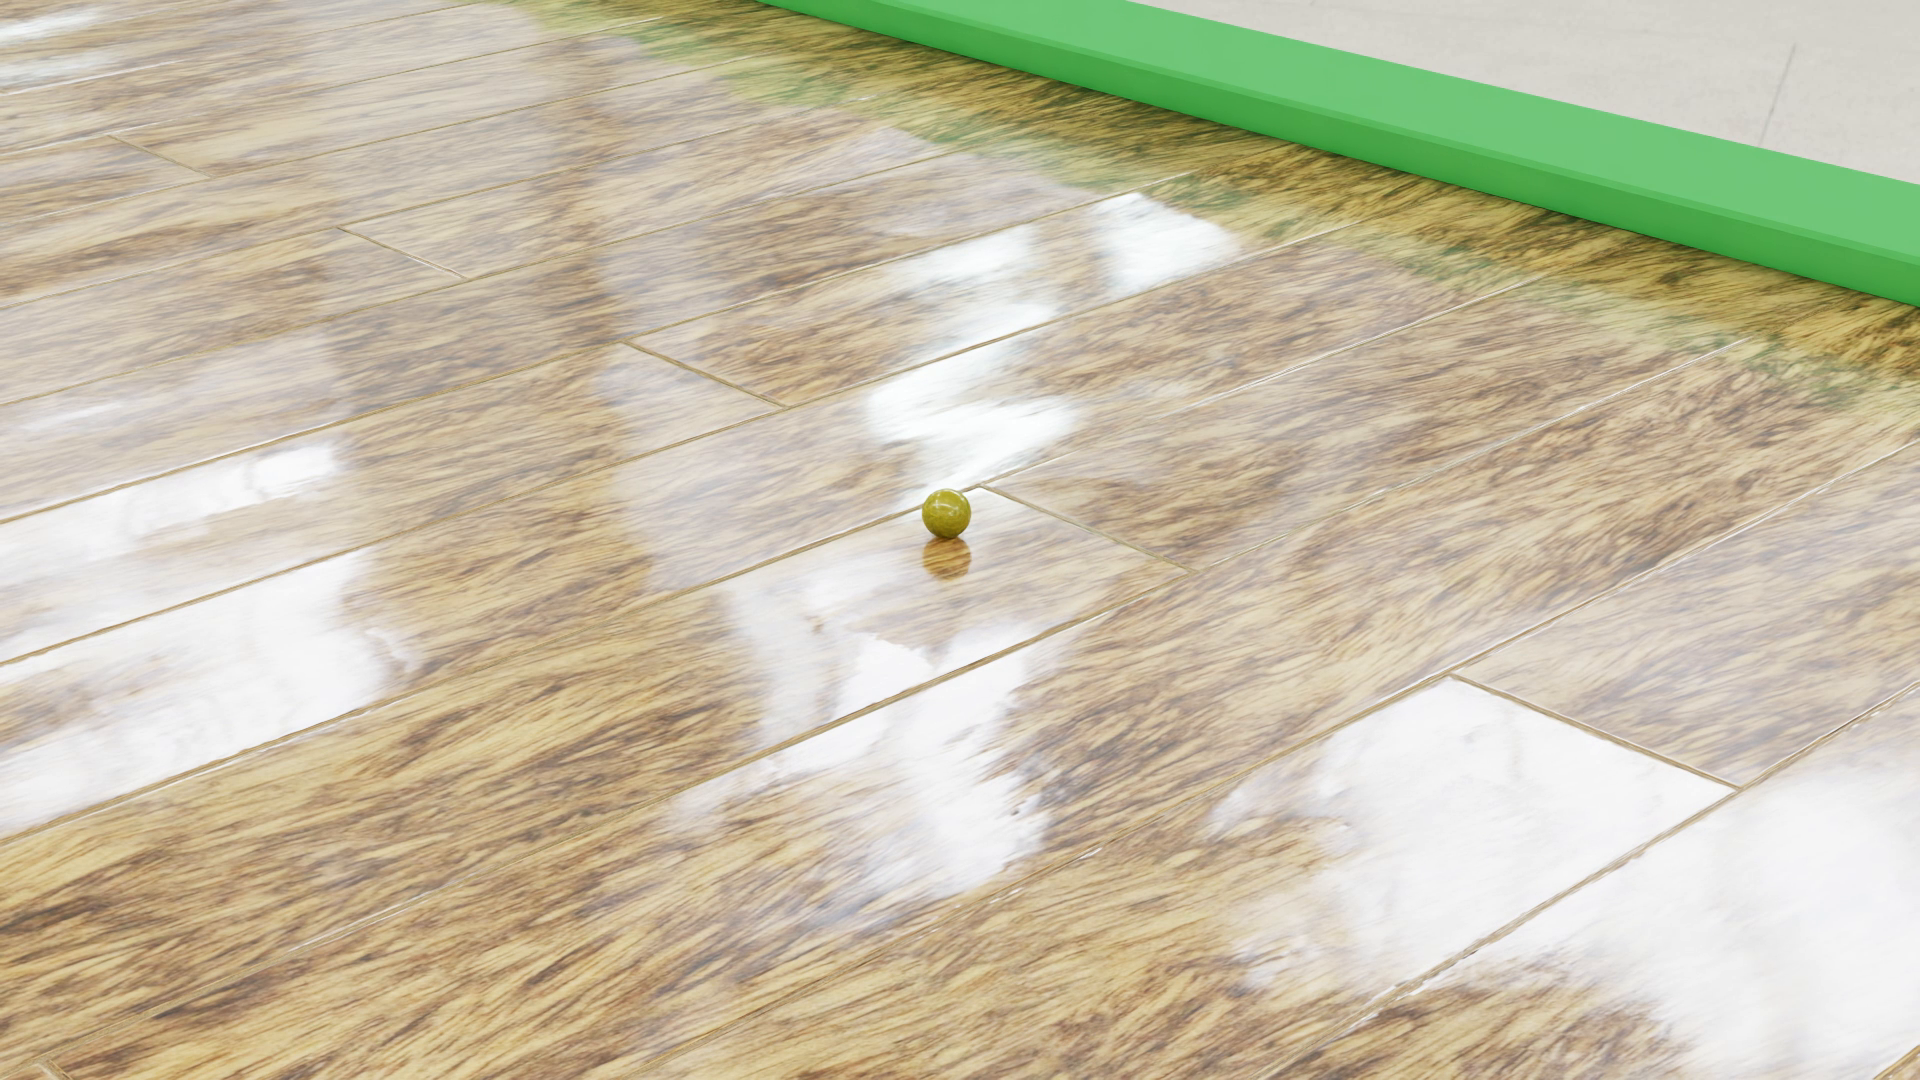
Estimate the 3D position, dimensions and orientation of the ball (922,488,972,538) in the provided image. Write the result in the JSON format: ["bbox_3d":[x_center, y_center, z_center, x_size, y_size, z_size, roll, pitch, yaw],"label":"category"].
[{"bbox_3d":[-0.011,-0.022,2.398,0.041,0.041,0.041,0,24,0],"label":"ball"}]

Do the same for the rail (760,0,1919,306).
[{"bbox_3d":[0.095,-0.639,3.705,0.045,0.120,4.173,-21,31,-39],"label":"rail"}]
